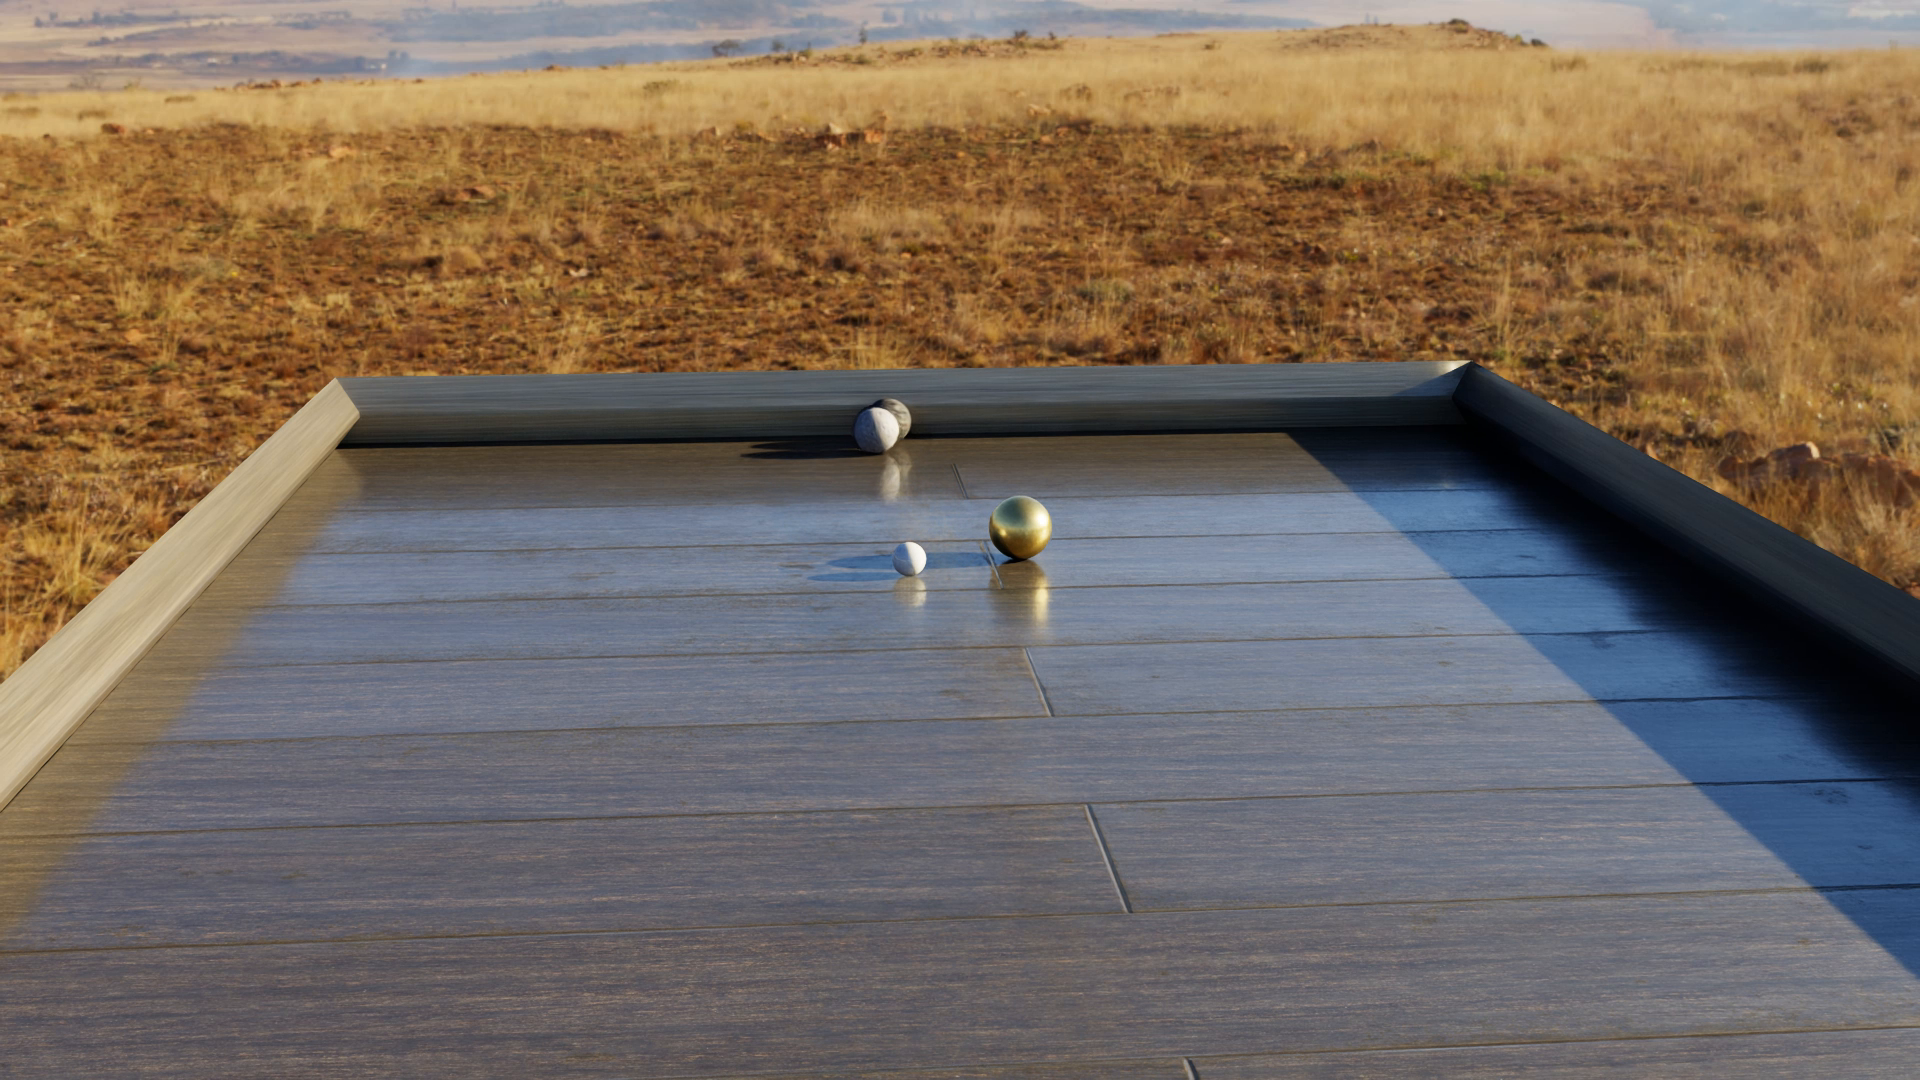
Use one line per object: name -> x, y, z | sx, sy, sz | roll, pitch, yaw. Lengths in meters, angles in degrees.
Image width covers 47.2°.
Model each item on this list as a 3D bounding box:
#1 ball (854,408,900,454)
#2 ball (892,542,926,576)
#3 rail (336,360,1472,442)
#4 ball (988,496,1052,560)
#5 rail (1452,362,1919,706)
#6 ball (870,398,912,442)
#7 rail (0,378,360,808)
ball -> -0.136, -0.177, 3.561 | 0.074, 0.074, 0.074 | 0, 14, 0
ball -> -0.065, 0.025, 2.824 | 0.044, 0.044, 0.044 | 0, 14, 0
rail -> -0.073, -0.229, 3.688 | 1.916, 0.109, 0.045 | -1, 14, -5
ball -> 0.080, -0.016, 2.904 | 0.084, 0.084, 0.084 | 0, 14, 0
rail -> 1.006, 0.173, 2.101 | 0.045, 0.109, 3.494 | -1, 14, -5
ball -> -0.118, -0.196, 3.633 | 0.076, 0.076, 0.076 | 0, 14, 0
rail -> -0.856, 0.212, 1.945 | 0.045, 0.109, 3.494 | -1, 14, -5
